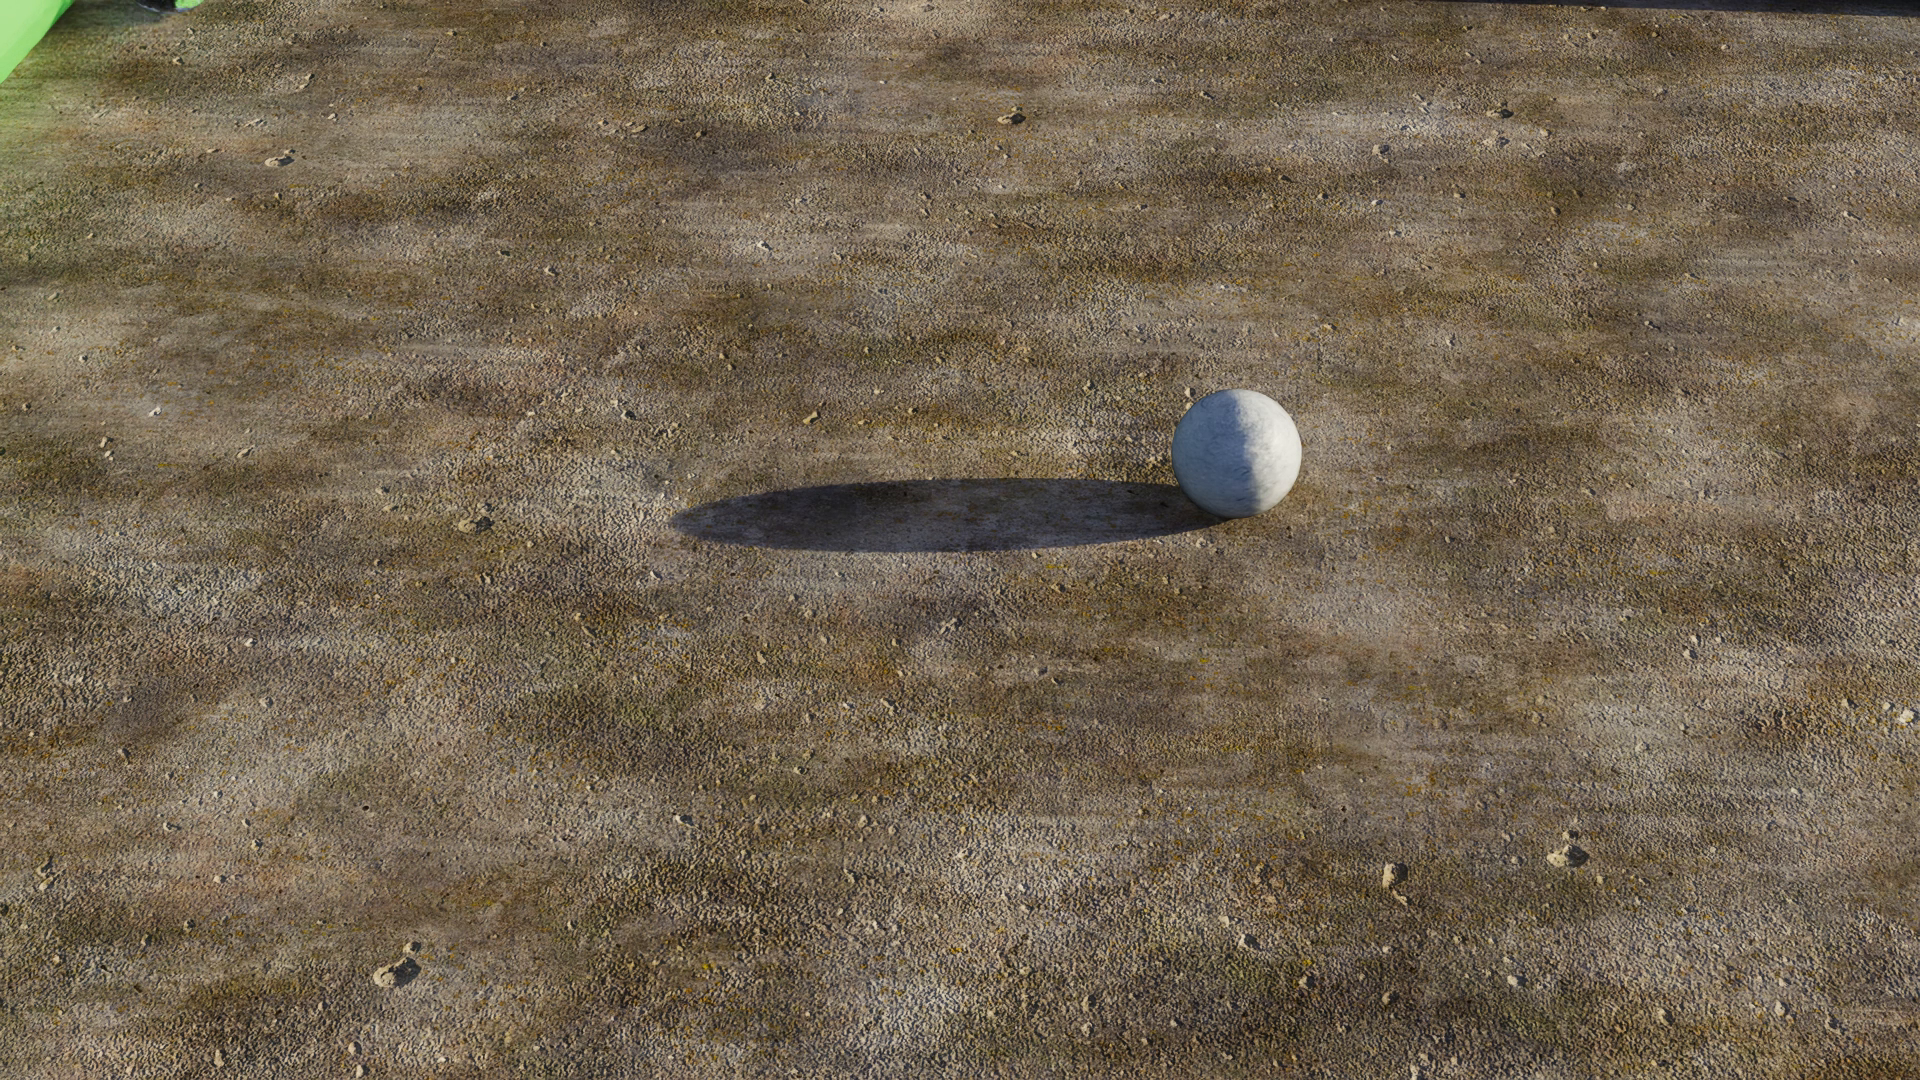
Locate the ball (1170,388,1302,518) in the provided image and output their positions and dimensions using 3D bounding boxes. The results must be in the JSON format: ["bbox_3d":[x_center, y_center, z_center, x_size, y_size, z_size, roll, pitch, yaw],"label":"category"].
[{"bbox_3d":[0.192,-0.060,1.785,0.091,0.091,0.091,0,35,0],"label":"ball"}]

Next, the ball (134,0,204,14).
[{"bbox_3d":[-0.766,-0.558,2.477,0.099,0.099,0.099,0,35,0],"label":"ball"}]

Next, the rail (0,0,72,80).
[{"bbox_3d":[-0.925,-0.062,1.752,0.045,0.130,2.193,3,36,4],"label":"rail"}]
